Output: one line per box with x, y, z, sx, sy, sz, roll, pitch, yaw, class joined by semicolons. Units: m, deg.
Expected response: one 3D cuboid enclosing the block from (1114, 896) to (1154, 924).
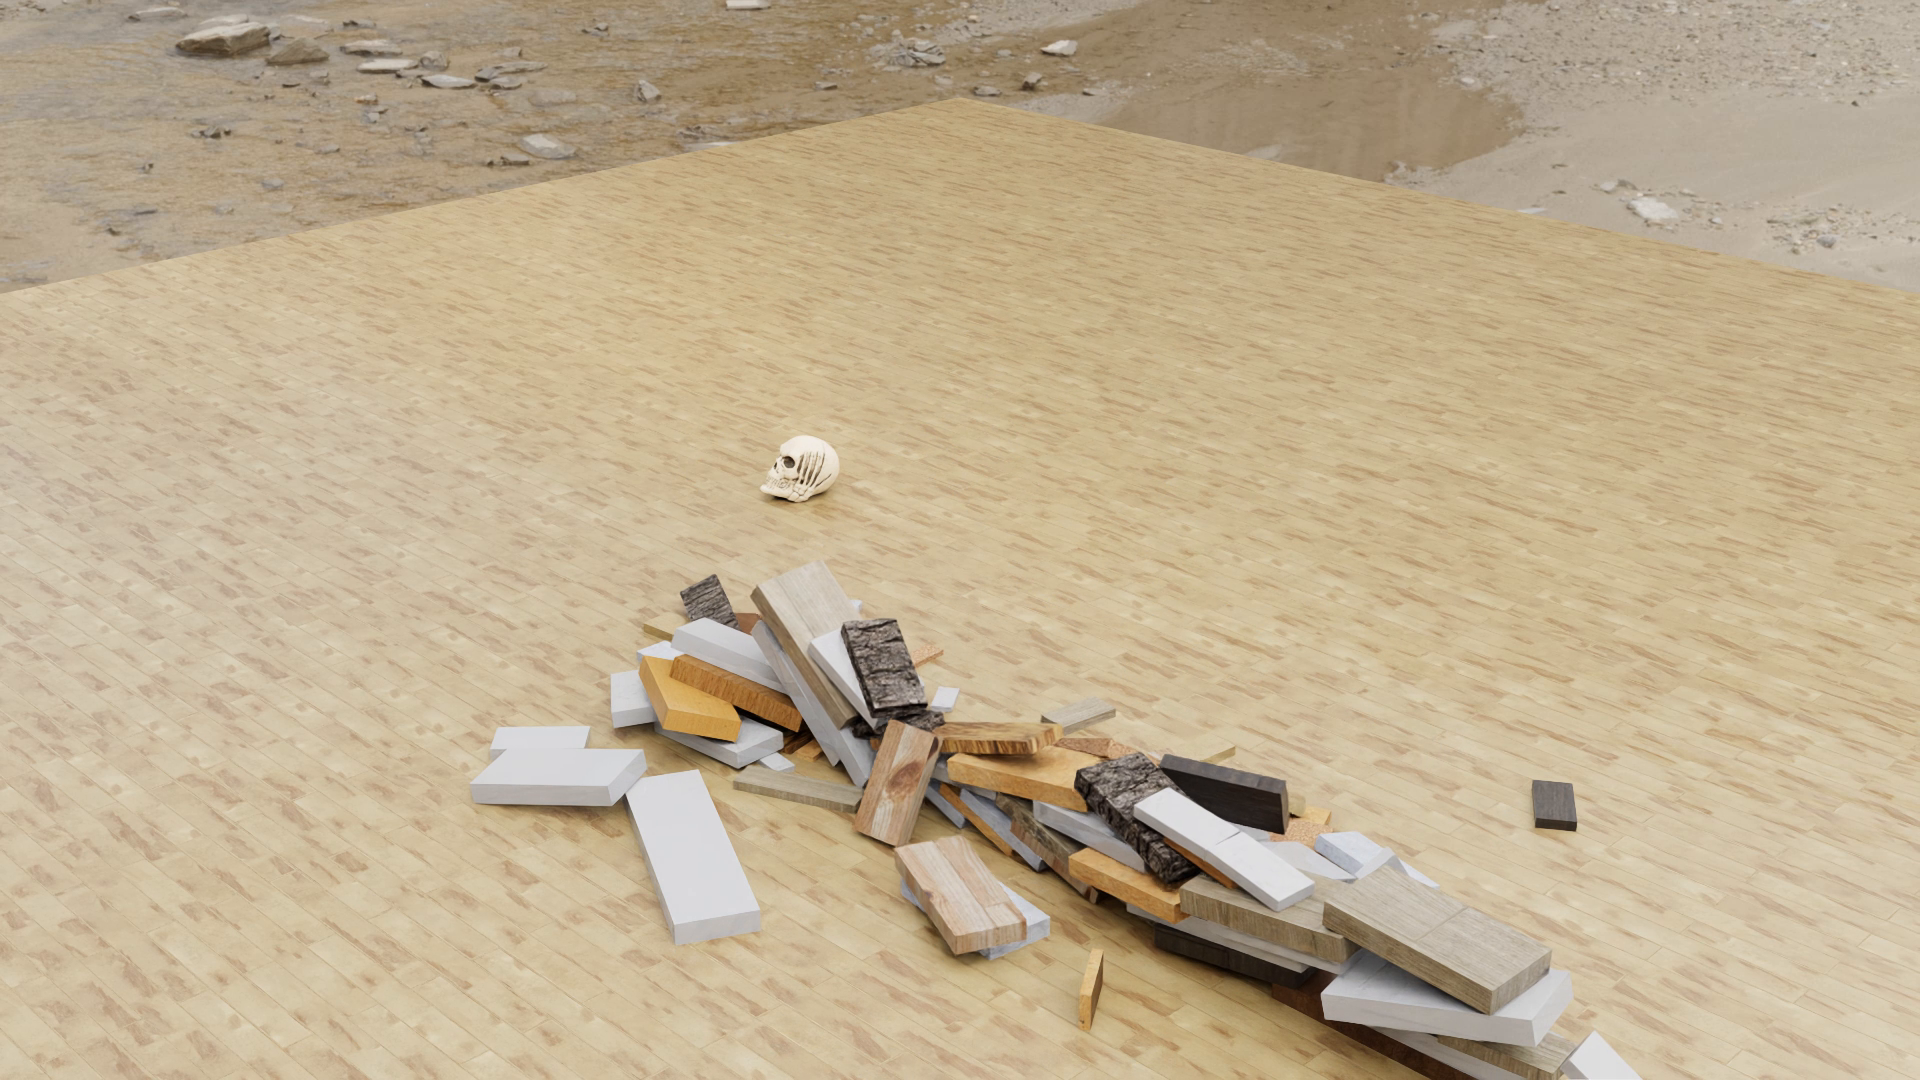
0.326;0.653;4.096;0.143;0.020;0.072;35;41;30;block

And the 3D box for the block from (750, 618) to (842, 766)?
-0.282;0.299;4.686;0.174;0.049;0.347;-21;70;-37;block

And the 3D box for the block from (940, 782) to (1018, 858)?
0.070;0.538;4.380;0.108;0.030;0.215;-20;46;-39;block

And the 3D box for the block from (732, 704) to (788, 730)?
-0.435;0.386;4.784;0.116;0.016;0.058;11;-20;24;block

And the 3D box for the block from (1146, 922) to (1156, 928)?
0.420;0.712;4.056;0.072;0.020;0.143;-21;31;-40;block

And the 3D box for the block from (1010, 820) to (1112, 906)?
0.220;0.596;4.230;0.118;0.033;0.236;-21;47;-39;block

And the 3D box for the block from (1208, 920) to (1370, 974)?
0.579;0.670;3.807;0.269;0.038;0.135;11;26;41;block

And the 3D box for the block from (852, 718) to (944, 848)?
-0.123;0.481;4.353;0.116;0.231;0.033;17;-4;34;block

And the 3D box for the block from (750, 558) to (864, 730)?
-0.273;0.217;4.617;0.174;0.049;0.347;-23;71;-37;block

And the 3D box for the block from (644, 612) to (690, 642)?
-0.663;0.217;5.220;0.167;0.024;0.084;18;29;36;block

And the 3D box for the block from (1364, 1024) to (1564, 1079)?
0.840;0.820;3.671;0.290;0.041;0.145;20;30;39;block

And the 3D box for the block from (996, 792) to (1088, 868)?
0.192;0.545;4.235;0.118;0.033;0.236;-21;47;-39;block

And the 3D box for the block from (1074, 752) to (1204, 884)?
0.356;0.506;4.035;0.149;0.042;0.299;-12;37;-31;block

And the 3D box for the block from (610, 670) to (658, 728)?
-0.703;0.344;4.848;0.127;0.036;0.255;-9;17;-7;block

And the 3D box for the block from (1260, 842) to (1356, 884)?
0.613;0.614;4.094;0.139;0.039;0.277;31;12;35;block

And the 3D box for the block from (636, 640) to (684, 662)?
-0.661;0.280;5.070;0.084;0.024;0.167;-21;31;-40;block

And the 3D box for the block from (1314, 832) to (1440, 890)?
0.794;0.624;4.197;0.112;0.032;0.223;2;20;-39;block

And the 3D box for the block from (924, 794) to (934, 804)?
-0.032;0.523;4.482;0.104;0.015;0.052;32;38;33;block

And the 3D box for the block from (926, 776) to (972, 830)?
-0.030;0.487;4.467;0.108;0.030;0.215;-23;55;-41;block

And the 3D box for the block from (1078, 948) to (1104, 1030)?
0.228;0.782;3.827;0.020;0.072;0.143;5;23;11;block

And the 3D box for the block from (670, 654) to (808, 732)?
-0.452;0.322;4.773;0.320;0.045;0.160;22;13;17;block

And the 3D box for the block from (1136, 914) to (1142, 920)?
0.320;0.649;4.141;0.072;0.020;0.143;-21;51;-39;block

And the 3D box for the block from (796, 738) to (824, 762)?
-0.305;0.445;4.695;0.047;0.013;0.095;14;27;30;block

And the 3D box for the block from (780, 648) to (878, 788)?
-0.217;0.342;4.625;0.174;0.049;0.347;-18;68;-35;block

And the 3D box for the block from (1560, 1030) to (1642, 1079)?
1.056;0.886;3.504;0.198;0.028;0.099;47;41;15;block

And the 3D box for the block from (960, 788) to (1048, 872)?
0.121;0.547;4.327;0.118;0.033;0.236;-19;46;-38;block

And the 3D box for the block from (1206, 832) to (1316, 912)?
0.518;0.573;3.805;0.088;0.025;0.176;-19;36;-33;block

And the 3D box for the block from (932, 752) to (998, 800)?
0.033;0.458;4.373;0.108;0.030;0.215;-21;24;-40;block

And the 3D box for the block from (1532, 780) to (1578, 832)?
1.206;0.538;4.463;0.080;0.023;0.159;4;23;10;block

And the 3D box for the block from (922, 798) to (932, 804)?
-0.085;0.513;4.533;0.104;0.015;0.052;21;31;40;block

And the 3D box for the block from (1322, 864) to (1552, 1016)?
0.777;0.648;3.594;0.166;0.047;0.331;-21;33;-38;block

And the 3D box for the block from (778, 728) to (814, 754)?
-0.354;0.431;4.727;0.047;0.013;0.095;14;27;31;block

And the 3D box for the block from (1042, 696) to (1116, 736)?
0.260;0.386;4.825;0.150;0.021;0.075;-17;28;-34;block

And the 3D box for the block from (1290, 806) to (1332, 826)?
0.667;0.555;4.426;0.144;0.020;0.072;10;25;21;block

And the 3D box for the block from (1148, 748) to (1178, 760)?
0.436;0.500;4.451;0.121;0.034;0.242;-12;26;-27;block

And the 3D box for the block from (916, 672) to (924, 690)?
-0.248;0.275;4.844;0.319;0.045;0.160;16;13;-18;block

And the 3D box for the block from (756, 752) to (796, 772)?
-0.393;0.469;4.638;0.047;0.013;0.095;-16;28;-33;block
